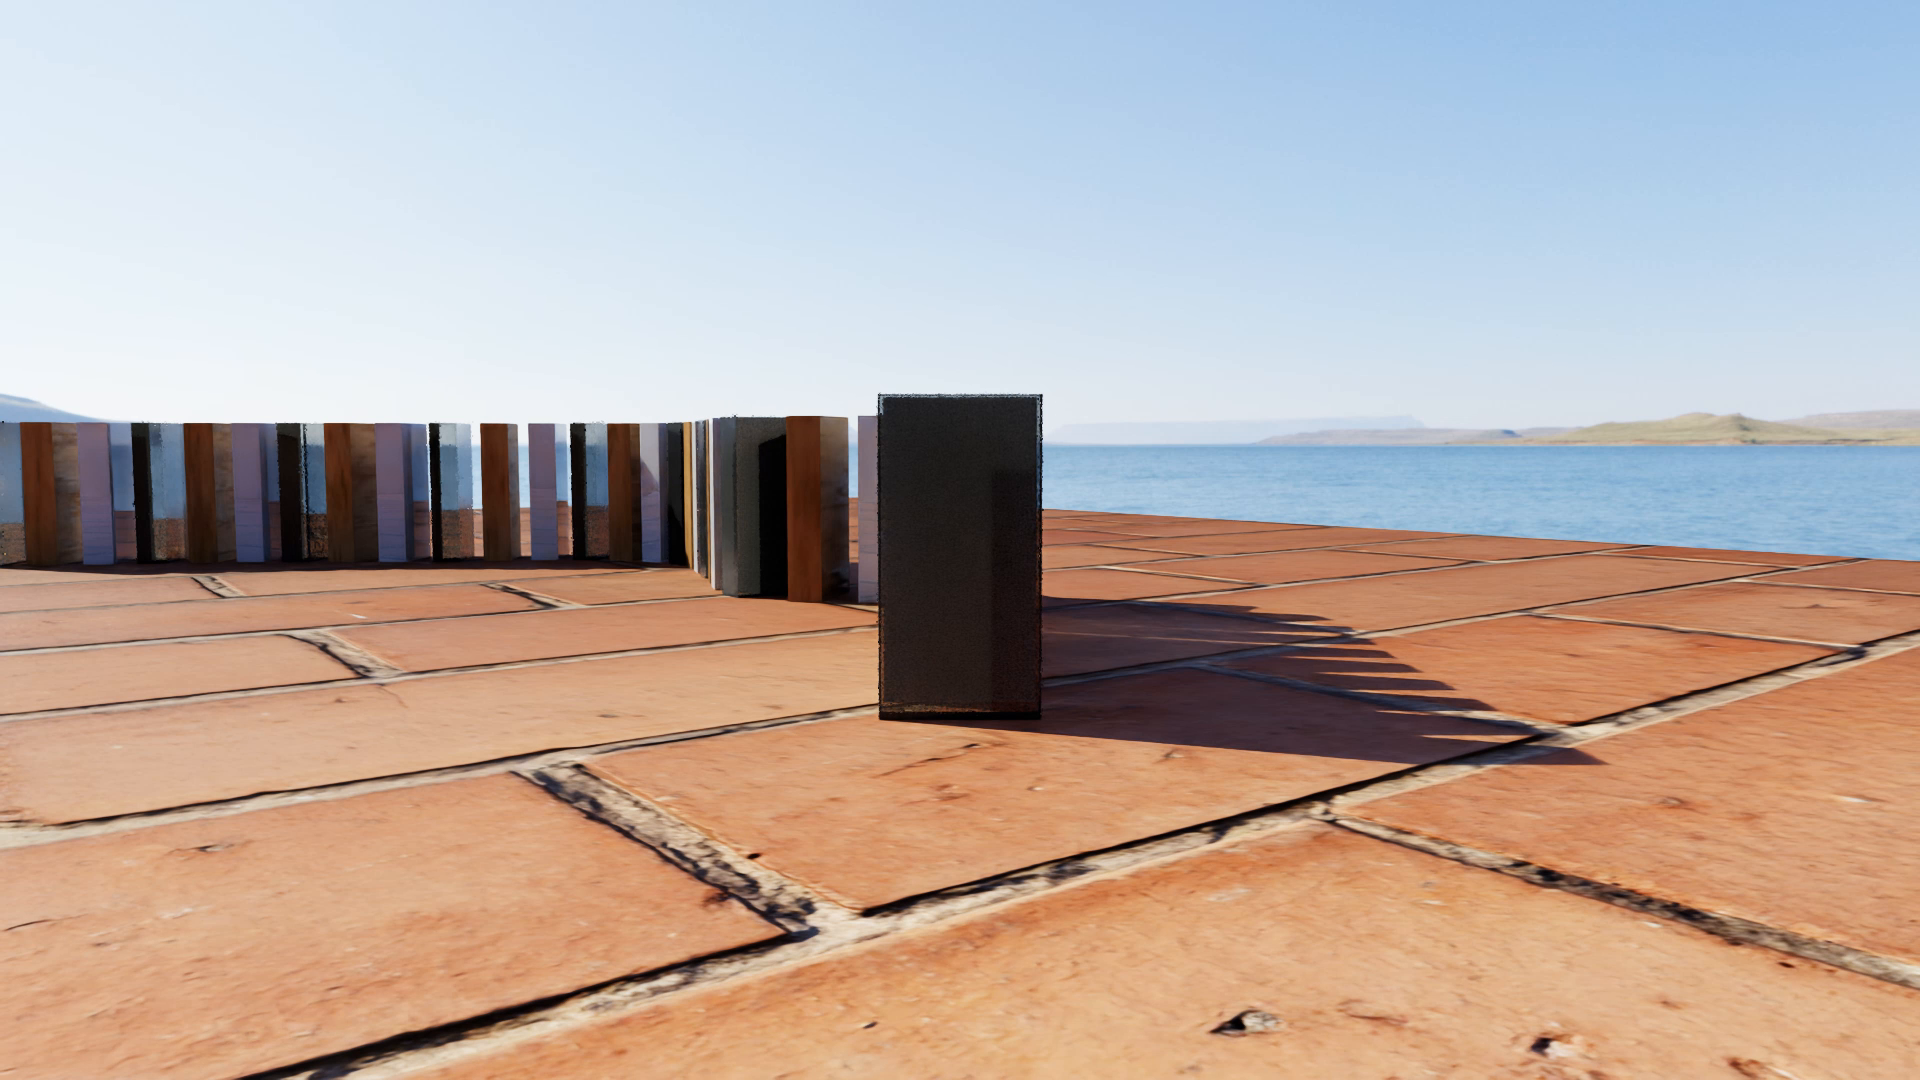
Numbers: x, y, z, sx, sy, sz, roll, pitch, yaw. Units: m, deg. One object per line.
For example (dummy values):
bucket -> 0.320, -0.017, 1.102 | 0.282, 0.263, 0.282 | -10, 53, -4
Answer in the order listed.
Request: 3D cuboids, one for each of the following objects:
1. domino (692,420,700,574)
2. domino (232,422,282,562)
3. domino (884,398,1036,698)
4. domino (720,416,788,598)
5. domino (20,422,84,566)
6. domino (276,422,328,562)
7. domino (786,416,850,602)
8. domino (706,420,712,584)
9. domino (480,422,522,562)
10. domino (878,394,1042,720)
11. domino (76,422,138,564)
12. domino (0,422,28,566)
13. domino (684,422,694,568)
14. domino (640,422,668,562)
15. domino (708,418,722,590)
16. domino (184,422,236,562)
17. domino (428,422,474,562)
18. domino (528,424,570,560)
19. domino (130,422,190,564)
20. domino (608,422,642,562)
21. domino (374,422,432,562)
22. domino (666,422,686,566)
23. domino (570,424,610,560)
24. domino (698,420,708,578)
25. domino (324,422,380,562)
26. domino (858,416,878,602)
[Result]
domino -> -0.076, -0.015, 0.428 | 0.025, 0.050, 0.010 | -1, 5, -18
domino -> -0.256, -0.018, 0.473 | 0.010, 0.050, 0.025 | 0, 4, -4
domino -> 0.000, 0.001, 0.218 | 0.025, 0.050, 0.010 | 0, 4, 0
domino -> -0.054, -0.010, 0.364 | 0.025, 0.050, 0.009 | -3, 5, -37
domino -> -0.324, -0.017, 0.459 | 0.009, 0.050, 0.025 | -1, 4, -14
domino -> -0.239, -0.018, 0.473 | 0.009, 0.050, 0.025 | 0, 4, 2
domino -> -0.039, -0.009, 0.355 | 0.009, 0.050, 0.025 | 1, 4, 12
domino -> -0.065, -0.012, 0.396 | 0.025, 0.050, 0.010 | -1, 4, -14
domino -> -0.171, -0.018, 0.477 | 0.009, 0.050, 0.025 | -1, 4, -11
domino -> 0.000, 0.002, 0.201 | 0.025, 0.050, 0.010 | 0, 4, 0
domino -> -0.307, -0.017, 0.463 | 0.010, 0.050, 0.025 | -1, 4, -14
domino -> -0.340, -0.017, 0.455 | 0.009, 0.050, 0.025 | -1, 4, -13
domino -> -0.082, -0.016, 0.445 | 0.025, 0.050, 0.010 | -2, 5, -24
domino -> -0.104, -0.018, 0.470 | 0.010, 0.050, 0.025 | 3, 5, 33
domino -> -0.061, -0.011, 0.379 | 0.025, 0.050, 0.010 | -1, 4, -17
domino -> -0.273, -0.018, 0.470 | 0.010, 0.050, 0.025 | -1, 4, -10
domino -> -0.188, -0.018, 0.474 | 0.009, 0.050, 0.025 | -1, 4, -10
domino -> -0.154, -0.018, 0.480 | 0.010, 0.050, 0.025 | -1, 4, -8
domino -> -0.290, -0.017, 0.467 | 0.010, 0.050, 0.025 | -1, 4, -13
domino -> -0.120, -0.018, 0.478 | 0.009, 0.050, 0.025 | 1, 5, 18
domino -> -0.205, -0.018, 0.472 | 0.009, 0.050, 0.025 | 0, 4, -3
domino -> -0.091, -0.017, 0.459 | 0.025, 0.050, 0.009 | -4, 6, -43
domino -> -0.136, -0.019, 0.481 | 0.009, 0.050, 0.025 | 0, 4, 4
domino -> -0.070, -0.013, 0.412 | 0.025, 0.050, 0.009 | -2, 5, -21
domino -> -0.222, -0.018, 0.472 | 0.010, 0.050, 0.025 | 0, 4, 2
domino -> -0.022, -0.009, 0.354 | 0.009, 0.050, 0.025 | 0, 4, 1
